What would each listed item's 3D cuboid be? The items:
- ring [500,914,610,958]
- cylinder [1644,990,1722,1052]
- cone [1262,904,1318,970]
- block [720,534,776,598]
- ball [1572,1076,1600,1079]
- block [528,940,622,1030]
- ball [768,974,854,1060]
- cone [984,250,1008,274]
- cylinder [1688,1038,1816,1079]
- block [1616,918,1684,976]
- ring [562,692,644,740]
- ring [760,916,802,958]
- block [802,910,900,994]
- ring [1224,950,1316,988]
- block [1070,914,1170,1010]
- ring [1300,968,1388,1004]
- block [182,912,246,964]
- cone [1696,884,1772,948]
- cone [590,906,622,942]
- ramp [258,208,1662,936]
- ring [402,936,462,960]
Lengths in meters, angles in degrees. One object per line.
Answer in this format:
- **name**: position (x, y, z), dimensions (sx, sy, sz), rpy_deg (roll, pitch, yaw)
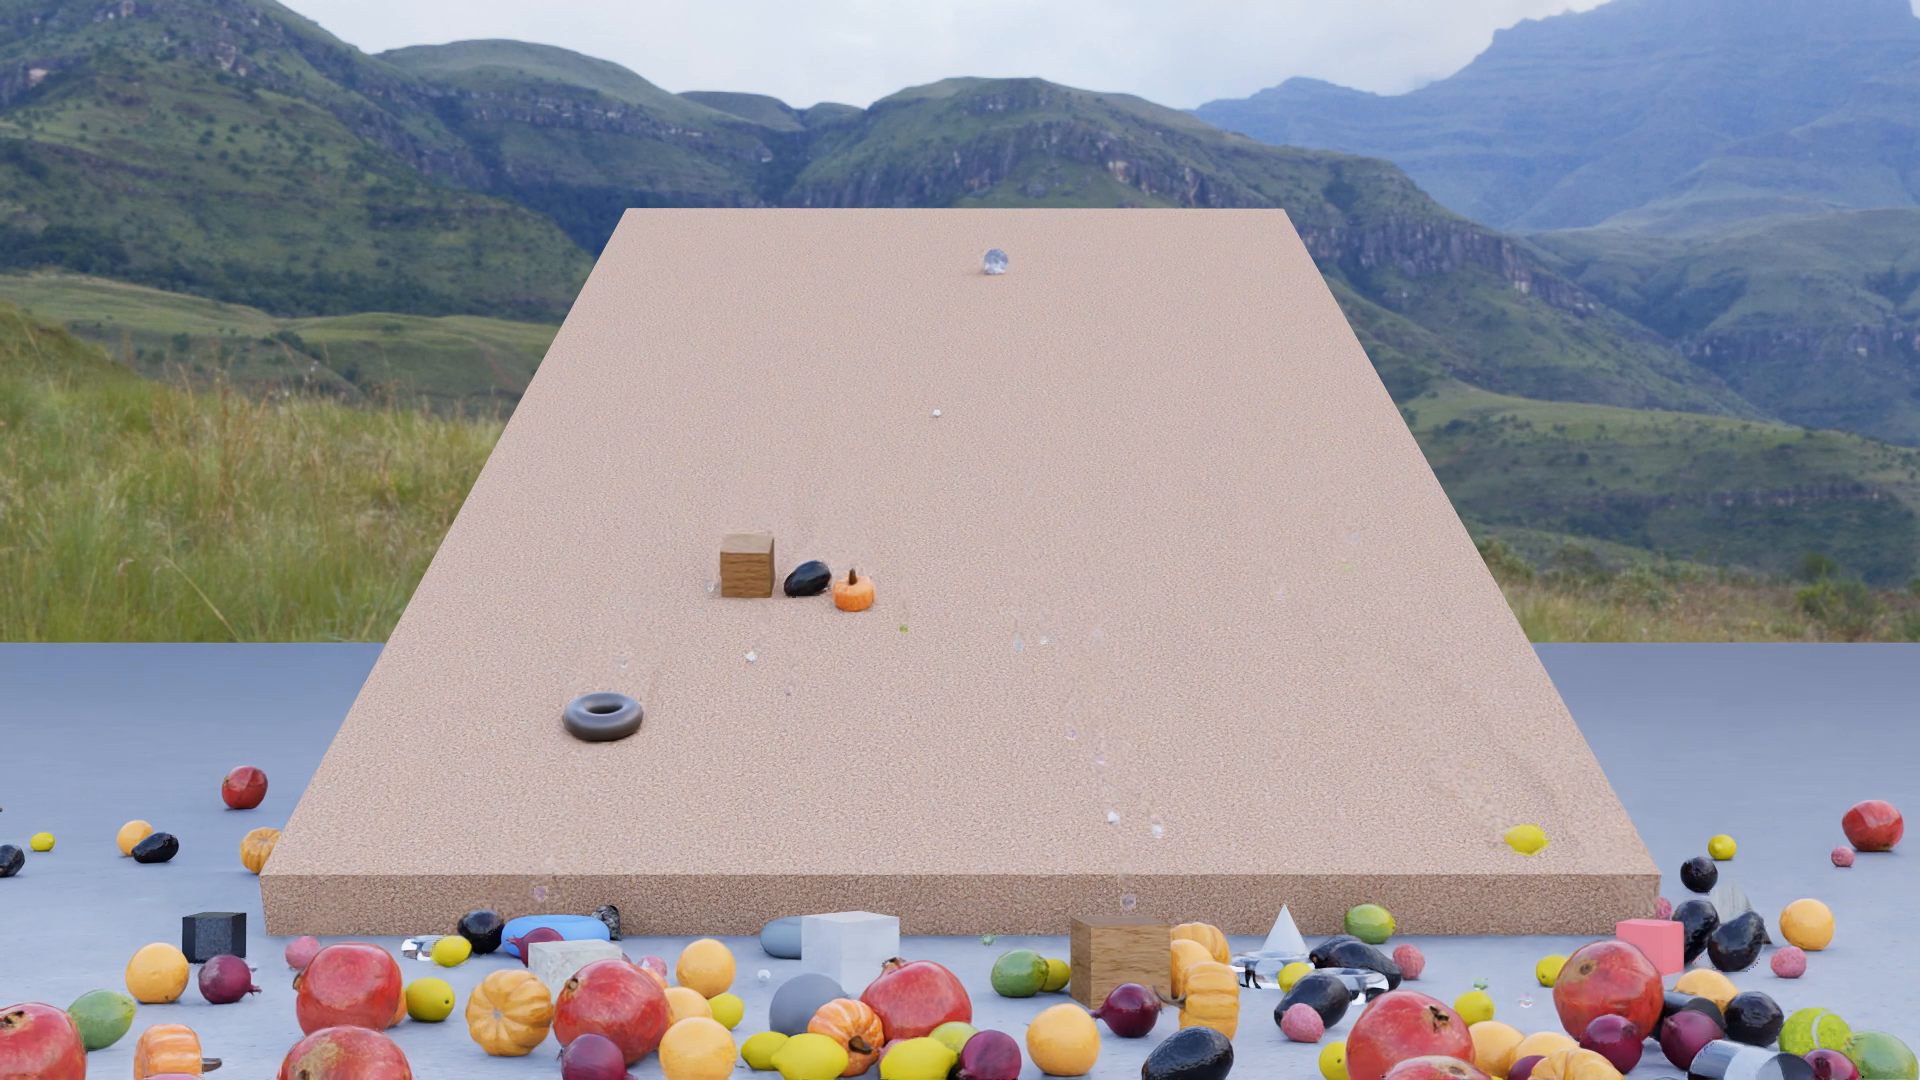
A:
- **ring**: position (-0.548, 0.538, 3.108), dimensions (0.145, 0.048, 0.145), rpy_deg (1, -3, 0)
- **cylinder**: position (0.757, 0.503, 2.401), dimensions (0.057, 0.057, 0.057), rpy_deg (1, -3, -19)
- **cone**: position (0.415, 0.509, 2.929), dimensions (0.090, 0.090, 0.090), rpy_deg (0, -2, 0)
- **block**: position (-0.390, 0.048, 4.219), dimensions (0.090, 0.090, 0.090), rpy_deg (1, 22, 1)
- **ball**: position (0.539, 0.487, 1.969), dimensions (0.053, 0.053, 0.053), rpy_deg (0, -2, 0)
- **block**: position (-0.432, 0.497, 2.572), dimensions (0.084, 0.084, 0.084), rpy_deg (1, -3, -25)
- **ball**: position (-0.152, 0.486, 2.333), dimensions (0.086, 0.086, 0.086), rpy_deg (0, -2, 0)
- **cone**: position (0.091, -0.757, 6.310), dimensions (0.071, 0.071, 0.071), rpy_deg (1, -8, -14)
- **cylinder**: position (0.685, 0.476, 1.983), dimensions (0.077, 0.077, 0.077), rpy_deg (1, -3, -23)
- **block**: position (0.889, 0.524, 2.953), dimensions (0.062, 0.062, 0.062), rpy_deg (-2, -3, 42)
- **ring**: position (-0.575, 0.284, 3.694), dimensions (0.129, 0.043, 0.129), rpy_deg (1, 21, 0)
- **ring**: position (-0.202, 0.539, 3.113), dimensions (0.139, 0.046, 0.139), rpy_deg (-1, -1, 0)
- **block**: position (-0.135, 0.506, 2.818), dimensions (0.086, 0.086, 0.086), rpy_deg (2, -3, -37)
- **ring**: position (0.384, 0.532, 2.840), dimensions (0.112, 0.037, 0.112), rpy_deg (-1, -3, 0)
- **block**: position (0.188, 0.496, 2.703), dimensions (0.096, 0.096, 0.096), rpy_deg (0, -2, -12)
- **ring**: position (0.454, 0.528, 2.715), dimensions (0.105, 0.035, 0.105), rpy_deg (0, -4, 0)
- **block**: position (-0.992, 0.529, 3.053), dimensions (0.060, 0.060, 0.060), rpy_deg (0, -2, 10)
- **cone**: position (1.098, 0.544, 3.200), dimensions (0.096, 0.096, 0.096), rpy_deg (28, -11, -15)
- **cone**: position (-0.494, 0.556, 3.259), dimensions (0.053, 0.053, 0.053), rpy_deg (2, 23, -42)
- **ramp**: position (-0.006, -0.220, 5.146), dimensions (2.000, 0.100, 4.000), rpy_deg (0, 22, 0)
- **ring**: position (-0.708, 0.547, 3.076), dimensions (0.080, 0.027, 0.080), rpy_deg (1, -2, 0)
